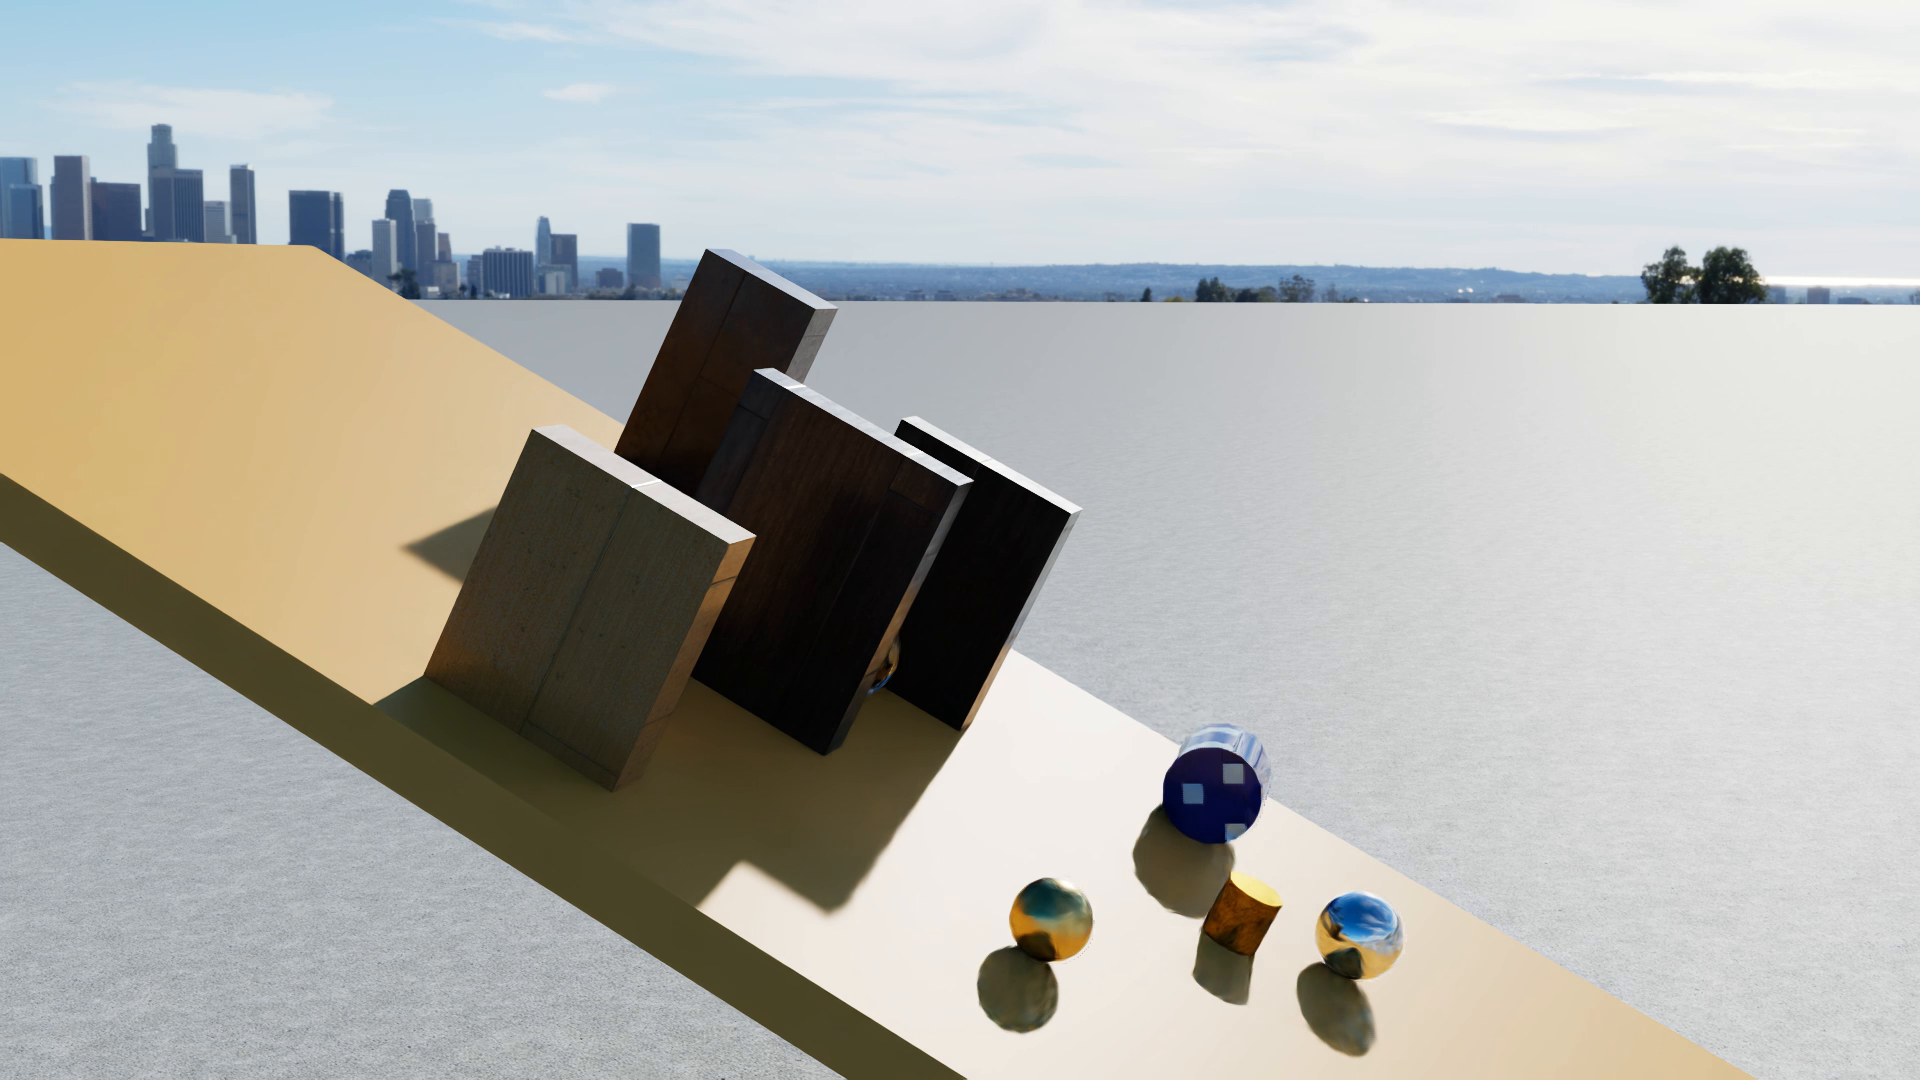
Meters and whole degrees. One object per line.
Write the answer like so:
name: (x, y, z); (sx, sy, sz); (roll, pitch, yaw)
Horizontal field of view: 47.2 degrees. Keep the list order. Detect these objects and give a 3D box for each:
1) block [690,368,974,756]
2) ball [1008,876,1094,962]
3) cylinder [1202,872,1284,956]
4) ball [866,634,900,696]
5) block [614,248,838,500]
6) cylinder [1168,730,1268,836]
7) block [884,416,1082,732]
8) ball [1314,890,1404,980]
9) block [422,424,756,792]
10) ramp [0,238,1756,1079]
block: (-0.291, 0.038, 3.951); (0.427, 0.554, 0.092); (30, 14, 12)
ball: (0.147, 0.611, 3.541); (0.136, 0.136, 0.136); (0, 7, 0)
cylinder: (0.516, 0.682, 4.013); (0.109, 0.109, 0.109); (25, 14, -7)
ball: (-0.213, 0.208, 4.222); (0.198, 0.198, 0.198); (0, 7, 0)
block: (-0.535, -0.358, 4.998); (0.293, 0.528, 0.145); (30, 14, 12)
cylinder: (0.527, 0.497, 4.512); (0.201, 0.201, 0.201); (1, -1, 5)
block: (-0.045, 0.066, 4.409); (0.389, 0.500, 0.089); (30, 14, 12)
ball: (0.746, 0.738, 4.110); (0.165, 0.165, 0.165); (0, 7, 0)
block: (-0.579, 0.103, 3.421); (0.364, 0.442, 0.104); (30, 14, 12)
ramp: (-0.232, 0.388, 4.153); (4.000, 0.100, 2.000); (30, 14, 12)
